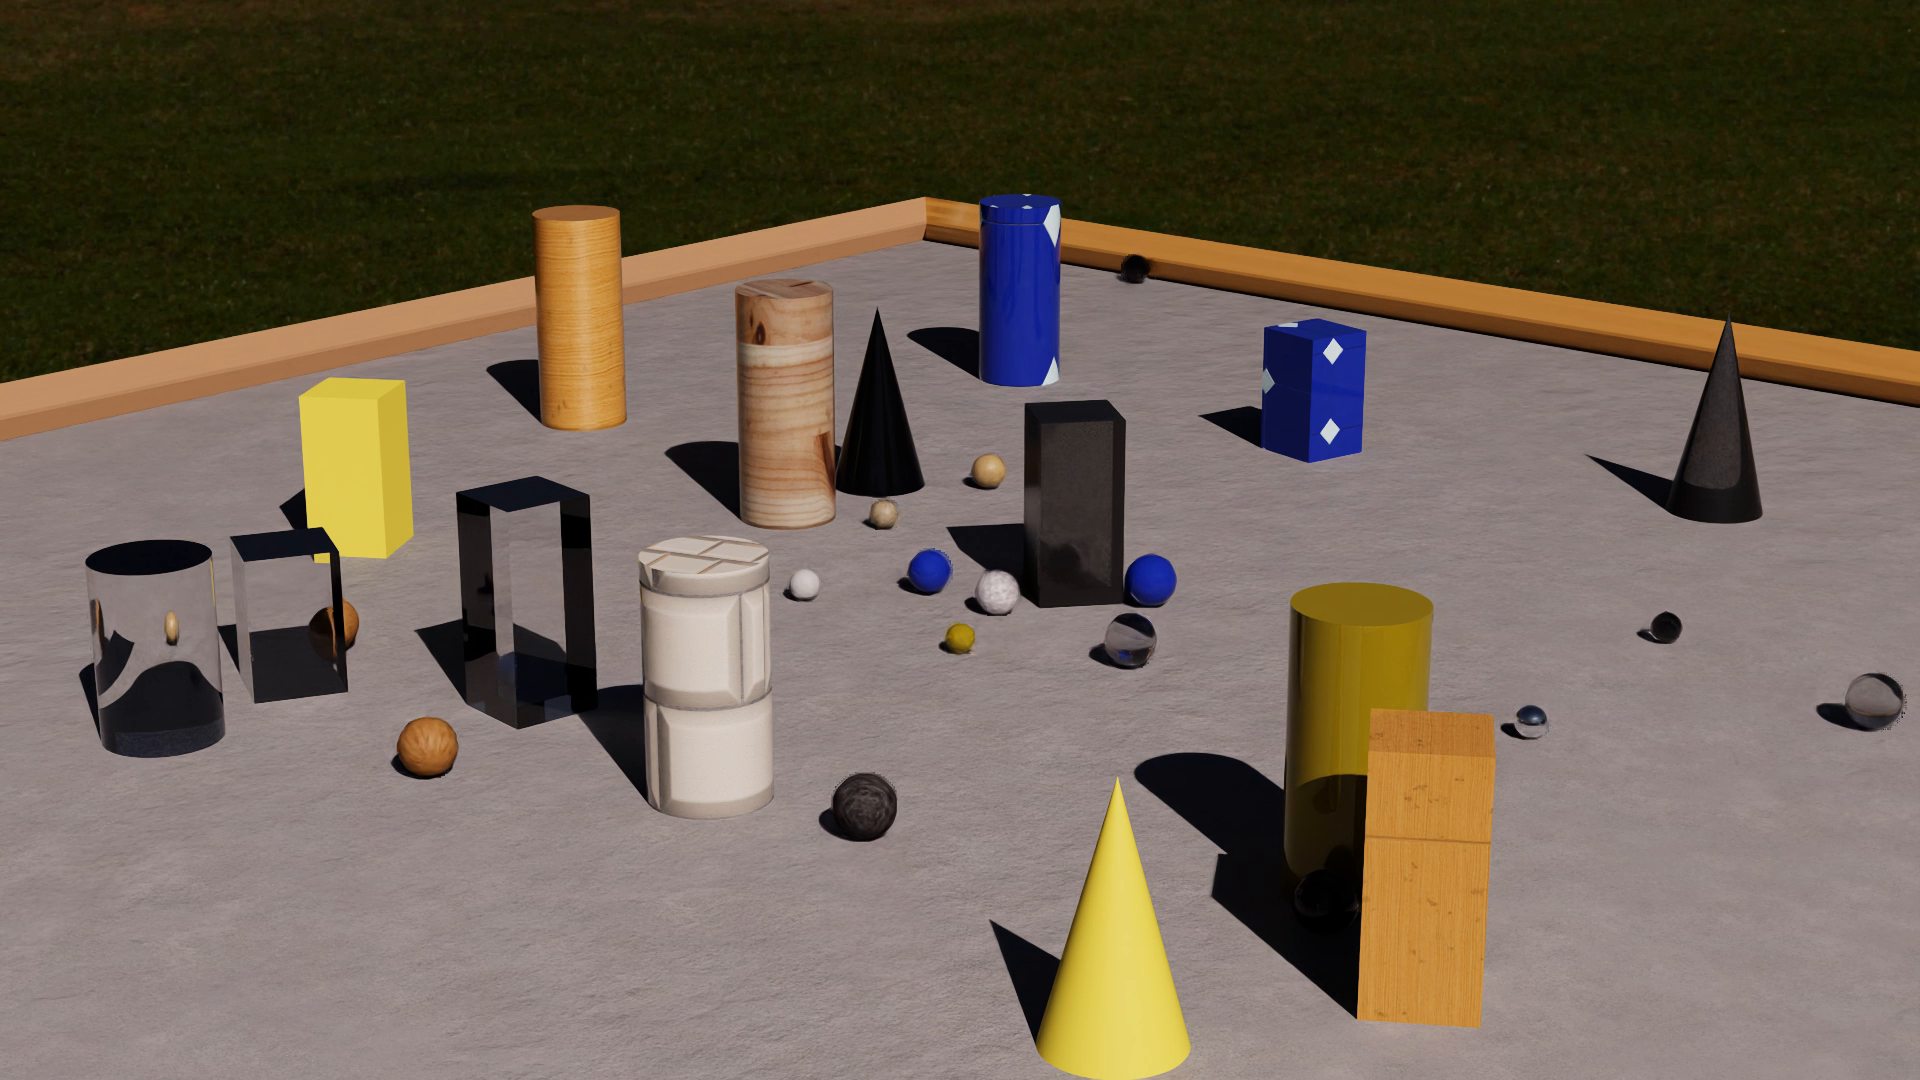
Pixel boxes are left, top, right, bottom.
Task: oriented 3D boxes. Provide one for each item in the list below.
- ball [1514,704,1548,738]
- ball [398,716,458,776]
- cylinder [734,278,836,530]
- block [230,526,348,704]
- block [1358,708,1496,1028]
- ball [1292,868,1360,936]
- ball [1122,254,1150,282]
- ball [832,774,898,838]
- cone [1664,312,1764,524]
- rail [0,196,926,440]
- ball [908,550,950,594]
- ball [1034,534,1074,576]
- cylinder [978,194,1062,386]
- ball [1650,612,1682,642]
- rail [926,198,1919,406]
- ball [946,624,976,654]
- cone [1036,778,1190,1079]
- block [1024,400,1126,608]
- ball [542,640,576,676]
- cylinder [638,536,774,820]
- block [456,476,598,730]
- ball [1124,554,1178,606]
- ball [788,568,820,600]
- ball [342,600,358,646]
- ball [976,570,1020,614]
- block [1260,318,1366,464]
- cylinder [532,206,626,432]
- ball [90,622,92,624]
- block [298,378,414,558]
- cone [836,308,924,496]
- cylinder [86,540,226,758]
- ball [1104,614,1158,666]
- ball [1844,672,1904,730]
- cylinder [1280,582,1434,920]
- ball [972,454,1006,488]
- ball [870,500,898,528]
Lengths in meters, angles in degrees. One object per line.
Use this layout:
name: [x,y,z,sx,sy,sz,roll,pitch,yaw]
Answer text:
ball: [0.863,0.275,4.433,0.051,0.051,0.051,0,17,0]
ball: [-0.777,0.301,4.281,0.088,0.088,0.088,0,17,0]
cylinder: [-0.327,-0.256,5.512,0.183,0.441,0.183,0,17,0]
block: [-1.062,0.117,4.639,0.146,0.232,0.146,-7,18,-21]
block: [0.561,0.394,3.533,0.146,0.345,0.146,3,17,8]
ball: [0.468,0.463,3.752,0.085,0.085,0.085,0,17,0]
ball: [0.459,-0.707,7.640,0.072,0.072,0.072,0,17,0]
ball: [-0.132,0.368,4.056,0.091,0.091,0.091,0,17,0]
cone: [1.444,-0.243,5.560,0.183,0.389,0.183,0,17,0]
rail: [-1.625,-0.379,6.472,0.045,0.119,4.717,14,22,39]
ball: [-0.054,0.055,5.116,0.075,0.075,0.075,0,17,0]
ball: [0.167,0.026,5.213,0.074,0.074,0.074,0,17,0]
cylinder: [0.134,-0.561,6.587,0.183,0.403,0.183,0,17,0]
ball: [1.172,0.145,4.862,0.051,0.051,0.051,0,17,0]
rail: [1.531,-0.481,6.809,4.352,0.119,0.045,14,22,39]
ball: [0.001,0.161,4.810,0.050,0.050,0.050,0,17,0]
cone: [0.181,0.433,3.413,0.183,0.339,0.183,0,17,0]
block: [0.197,-0.064,5.073,0.146,0.327,0.146,-3,17,-9]
ball: [-0.643,0.189,4.708,0.056,0.056,0.056,0,17,0]
cylinder: [-0.359,0.194,4.161,0.183,0.363,0.183,0,17,0]
block: [-0.667,0.094,4.520,0.146,0.345,0.146,-14,22,-39]
ball: [0.328,0.069,5.044,0.090,0.090,0.090,0,17,0]
ball: [-0.269,0.077,5.078,0.055,0.055,0.055,0,17,0]
ball: [-1.034,0.138,4.815,0.091,0.091,0.091,0,17,0]
ball: [0.064,0.089,5.003,0.076,0.076,0.076,0,17,0]
block: [0.723,-0.307,6.002,0.146,0.255,0.146,-12,20,-34]
cylinder: [-0.804,-0.470,6.206,0.183,0.449,0.183,0,17,0]
ball: [-1.415,0.136,4.877,0.058,0.058,0.058,0,17,0]
block: [-1.101,-0.133,5.355,0.146,0.296,0.146,3,17,9]
cone: [-0.160,-0.282,5.741,0.183,0.358,0.183,0,17,0]
cylinder: [-1.207,0.162,4.404,0.183,0.284,0.183,0,17,0]
ball: [0.276,0.162,4.743,0.087,0.087,0.087,0,17,0]
ball: [1.394,0.245,4.468,0.087,0.087,0.087,0,17,0]
cylinder: [0.516,0.275,3.827,0.183,0.403,0.183,0,17,0]
ball: [0.056,-0.135,5.755,0.068,0.068,0.068,0,17,0]
ball: [-0.143,-0.048,5.494,0.054,0.054,0.054,0,17,0]
